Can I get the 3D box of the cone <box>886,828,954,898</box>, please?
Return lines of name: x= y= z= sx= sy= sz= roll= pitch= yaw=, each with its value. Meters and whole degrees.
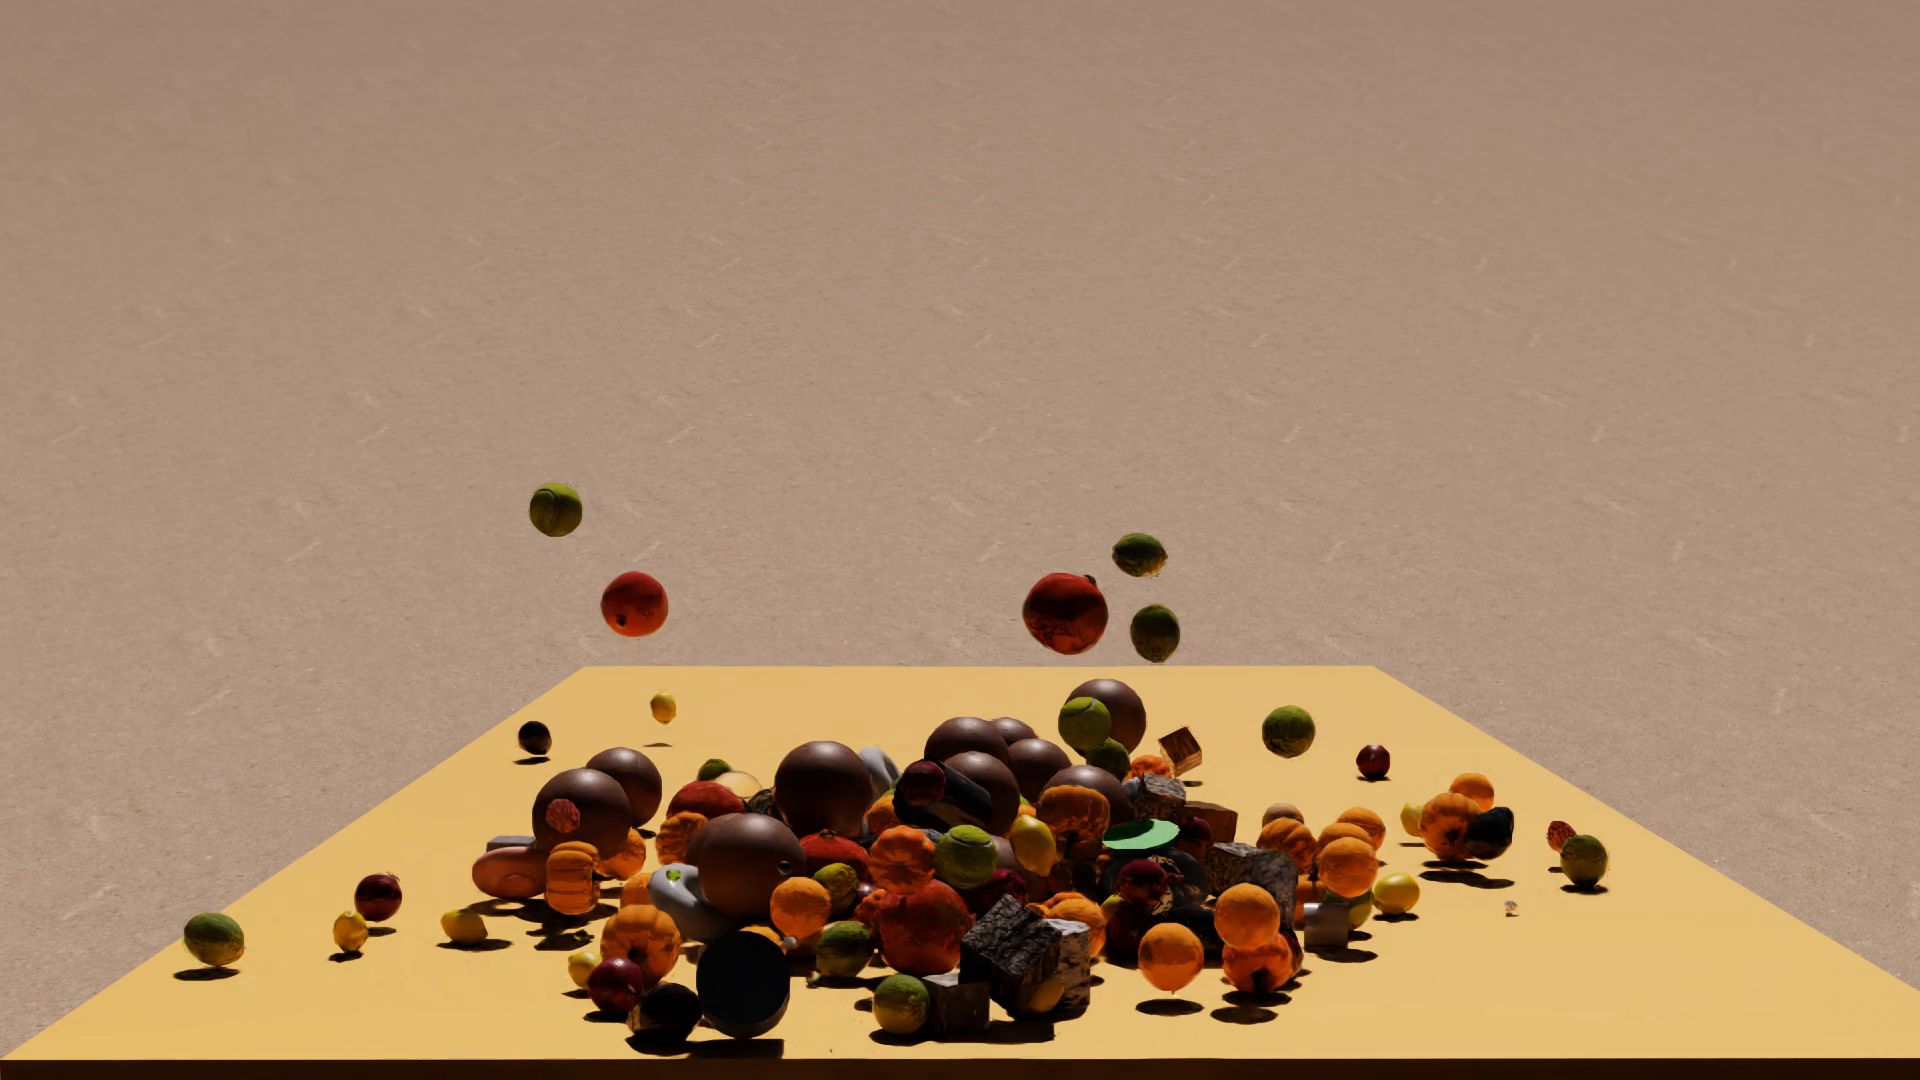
cone: x=-0.040 y=0.431 z=3.279 sx=0.091 sy=0.091 sz=0.091 roll=-6 pitch=28 yaw=-14

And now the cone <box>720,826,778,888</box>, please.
cone: x=-0.255 y=0.447 z=3.441 sx=0.094 sy=0.094 sz=0.094 roll=-18 pitch=41 yaw=-37

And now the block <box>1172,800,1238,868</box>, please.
block: x=0.320 y=0.410 z=3.560 sx=0.090 sy=0.090 sz=0.090 roll=8 pitch=0 yaw=-16

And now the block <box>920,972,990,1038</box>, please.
block: x=-0.006 y=0.479 z=2.654 sx=0.053 sy=0.053 sz=0.053 roll=-2 pitch=3 yaw=-31

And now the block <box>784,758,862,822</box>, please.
block: x=-0.216 y=0.395 z=4.052 sx=0.088 sy=0.088 sz=0.088 roll=-3 pitch=4 yaw=-44

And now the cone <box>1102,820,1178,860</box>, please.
cone: x=0.233 y=0.414 z=3.220 sx=0.097 sy=0.097 sz=0.097 roll=-9 pitch=14 yaw=2

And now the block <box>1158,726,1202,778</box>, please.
block: x=0.382 y=0.367 z=4.459 sx=0.055 sy=0.055 sz=0.055 roll=-26 pitch=60 yaw=-9

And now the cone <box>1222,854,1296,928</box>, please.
cone: x=0.358 y=0.415 z=2.905 sx=0.092 sy=0.092 sz=0.092 roll=-9 pitch=19 yaw=-20

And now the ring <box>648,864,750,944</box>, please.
ring: x=-0.315 y=0.441 z=3.110 sx=0.136 sy=0.045 sz=0.136 roll=29 pitch=14 yaw=-8

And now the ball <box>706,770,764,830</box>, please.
ball: x=-0.343 y=0.399 z=3.938 sx=0.091 sy=0.091 sz=0.091 roll=0 pitch=22 yaw=0

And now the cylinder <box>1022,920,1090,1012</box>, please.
cylinder: x=0.098 y=0.458 z=2.771 sx=0.083 sy=0.083 sz=0.083 roll=0 pitch=3 yaw=0

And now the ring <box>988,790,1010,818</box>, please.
ring: x=0.026 y=0.420 z=4.082 sx=0.106 sy=0.035 sz=0.106 roll=1 pitch=4 yaw=0

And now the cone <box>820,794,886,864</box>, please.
cone: x=-0.154 y=0.409 z=3.684 sx=0.094 sy=0.094 sz=0.094 roll=0 pitch=3 yaw=0

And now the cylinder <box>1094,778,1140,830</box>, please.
cylinder: x=0.242 y=0.393 z=3.800 sx=0.066 sy=0.066 sz=0.066 roll=-21 pitch=27 yaw=-13

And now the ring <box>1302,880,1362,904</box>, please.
ring: x=0.485 y=0.458 z=3.349 sx=0.076 sy=0.025 sz=0.076 roll=4 pitch=0 yaw=0

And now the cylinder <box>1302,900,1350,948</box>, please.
cylinder: x=0.437 y=0.459 z=3.070 sx=0.052 sy=0.052 sz=0.052 roll=6 pitch=23 yaw=7

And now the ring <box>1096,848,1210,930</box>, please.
ring: x=0.234 y=0.426 z=3.128 sx=0.139 sy=0.139 sz=0.046 roll=-2 pitch=47 yaw=-5

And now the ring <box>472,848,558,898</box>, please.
ring: x=-0.578 y=0.433 z=3.343 sx=0.112 sy=0.112 sz=0.037 roll=-2 pitch=58 yaw=-5

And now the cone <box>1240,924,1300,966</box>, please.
cone: x=0.346 y=0.468 z=2.943 sx=0.063 sy=0.063 sz=0.063 roll=-17 pitch=27 yaw=-23

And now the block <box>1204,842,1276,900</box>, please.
block: x=0.362 y=0.434 z=3.354 sx=0.064 sy=0.064 sz=0.064 roll=2 pitch=8 yaw=-42

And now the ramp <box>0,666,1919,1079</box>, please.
ramp: x=0.051 y=0.466 z=4.534 sx=2.000 sy=0.100 sz=4.000 roll=0 pitch=3 yaw=0

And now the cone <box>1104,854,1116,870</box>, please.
cone: x=0.236 y=0.448 z=3.503 sx=0.061 sy=0.061 sz=0.061 roll=24 pitch=20 yaw=-11

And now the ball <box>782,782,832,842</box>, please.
ball: x=-0.234 y=0.398 z=3.769 sx=0.090 sy=0.090 sz=0.090 roll=0 pitch=22 yaw=0

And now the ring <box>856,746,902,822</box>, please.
ring: x=-0.118 y=0.382 z=4.023 sx=0.043 sy=0.130 sz=0.130 roll=-30 pitch=21 yaw=8

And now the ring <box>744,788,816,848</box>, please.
ring: x=-0.257 y=0.398 z=3.651 sx=0.105 sy=0.105 sz=0.035 roll=3 pitch=29 yaw=8

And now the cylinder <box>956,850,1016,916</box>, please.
cylinder: x=0.033 y=0.438 z=3.284 sx=0.074 sy=0.074 sz=0.074 roll=2 pitch=3 yaw=4

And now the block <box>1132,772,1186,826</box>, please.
block: x=0.269 y=0.357 z=3.479 sx=0.056 sy=0.056 sz=0.056 roll=13 pitch=22 yaw=-5

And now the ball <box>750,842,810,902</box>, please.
ball: x=-0.235 y=0.433 z=3.353 sx=0.077 sy=0.077 sz=0.077 roll=0 pitch=22 yaw=0

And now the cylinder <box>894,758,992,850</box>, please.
cylinder: x=-0.023 y=0.352 z=3.429 sx=0.094 sy=0.094 sz=0.094 roll=35 pitch=-1 yaw=-37

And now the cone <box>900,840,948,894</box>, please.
cone: x=-0.050 y=0.376 z=3.047 sx=0.059 sy=0.059 sz=0.059 roll=-6 pitch=41 yaw=-14

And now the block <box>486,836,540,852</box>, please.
block: x=-0.607 y=0.436 z=3.498 sx=0.059 sy=0.059 sz=0.059 roll=0 pitch=3 yaw=5

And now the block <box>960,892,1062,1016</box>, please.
block: x=0.052 y=0.432 z=2.680 sx=0.074 sy=0.074 sz=0.074 roll=33 pitch=57 yaw=22

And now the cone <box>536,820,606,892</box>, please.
cone: x=-0.516 y=0.445 z=3.461 sx=0.096 sy=0.096 sz=0.096 roll=-6 pitch=31 yaw=-15

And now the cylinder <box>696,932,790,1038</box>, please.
cylinder: x=-0.218 y=0.448 z=2.586 sx=0.094 sy=0.094 sz=0.094 roll=-2 pitch=-18 yaw=-5

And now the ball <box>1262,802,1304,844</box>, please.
ball: x=0.478 y=0.419 z=3.810 sx=0.061 sy=0.061 sz=0.061 roll=0 pitch=22 yaw=0

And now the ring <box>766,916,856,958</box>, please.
ring: x=-0.176 y=0.468 z=3.041 sx=0.108 sy=0.036 sz=0.108 roll=-3 pitch=2 yaw=0
